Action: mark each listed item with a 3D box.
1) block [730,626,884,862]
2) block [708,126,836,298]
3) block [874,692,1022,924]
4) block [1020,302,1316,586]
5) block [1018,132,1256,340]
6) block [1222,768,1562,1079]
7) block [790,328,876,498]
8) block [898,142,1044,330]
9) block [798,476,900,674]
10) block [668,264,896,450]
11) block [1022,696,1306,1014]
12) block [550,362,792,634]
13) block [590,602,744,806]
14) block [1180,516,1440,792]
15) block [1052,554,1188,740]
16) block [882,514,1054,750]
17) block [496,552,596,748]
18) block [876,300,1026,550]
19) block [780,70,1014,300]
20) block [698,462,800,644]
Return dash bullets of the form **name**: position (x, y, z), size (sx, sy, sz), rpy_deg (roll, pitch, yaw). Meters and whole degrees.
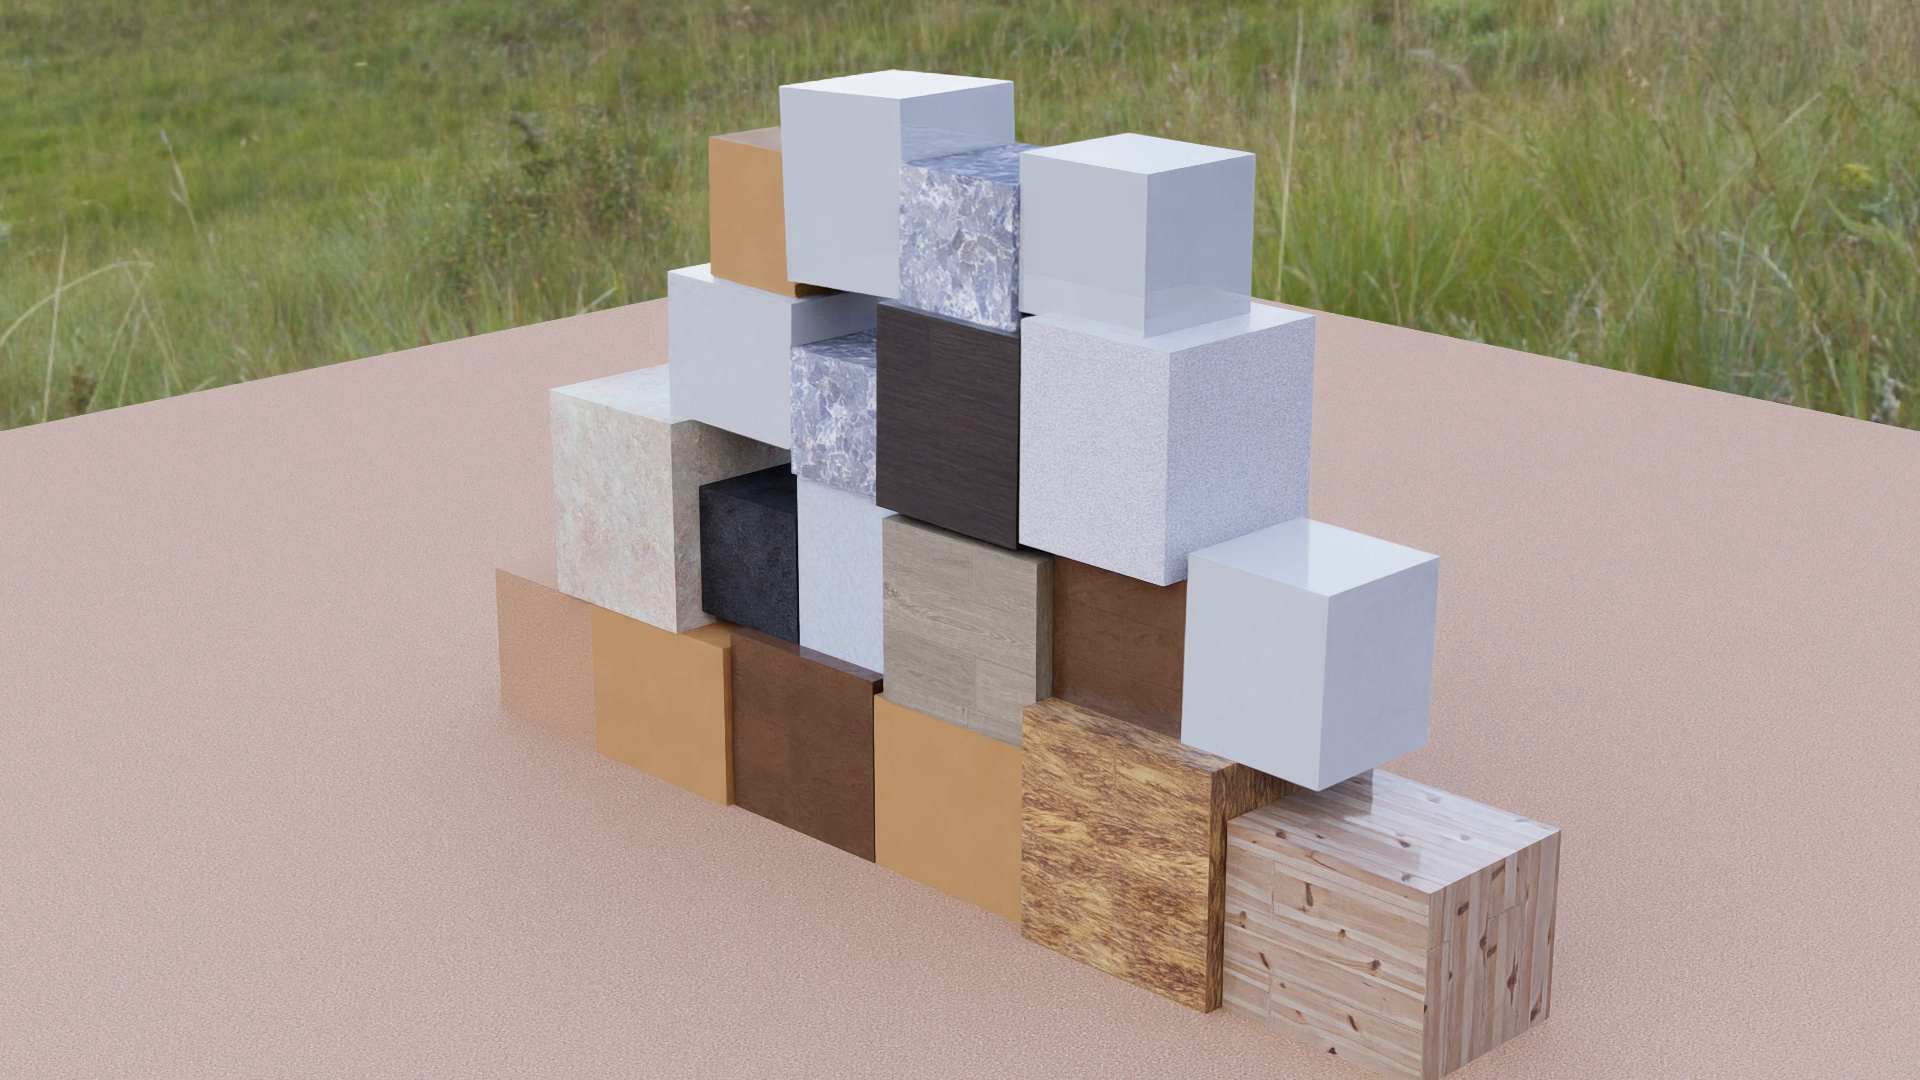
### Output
- **block**: position (-0.446, 0.876, 14.066), size (0.851, 0.894, 0.987), rpy_deg (-17, 24, -42)
- **block**: position (-0.755, -1.547, 13.674), size (0.592, 0.658, 0.576), rpy_deg (18, 25, 42)
- **block**: position (0.267, 1.120, 13.390), size (0.846, 0.834, 1.017), rpy_deg (-17, 24, -42)
- **block**: position (0.867, -0.461, 12.315), size (0.924, 0.972, 0.815), rpy_deg (-17, 24, -42)
- **block**: position (0.730, -1.274, 12.162), size (0.670, 0.669, 0.700), rpy_deg (-17, 24, -42)
- **block**: position (1.757, 1.555, 11.997), size (0.888, 0.839, 1.009), rpy_deg (-17, 24, -42)
- **block**: position (-0.297, -0.599, 13.442), size (0.644, 0.595, 0.710), rpy_deg (17, 24, 42)
- **block**: position (0.238, -1.321, 12.654), size (0.741, 0.613, 0.673), rpy_deg (-17, 25, -42)
- **block**: position (-0.266, 0.086, 13.671), size (0.694, 0.850, 0.683), rpy_deg (-17, 24, -42)
- **block**: position (-0.817, -0.919, 13.925), size (0.741, 0.692, 0.872), rpy_deg (-17, 25, -42)
- **block**: position (1.022, 1.222, 12.665), size (1.084, 1.074, 1.053), rpy_deg (-17, 24, -42)
- **block**: position (-1.361, -0.247, 14.669), size (0.962, 1.050, 0.934), rpy_deg (-17, 24, -42)
- **block**: position (-1.160, 0.701, 14.757), size (0.929, 0.813, 1.010), rpy_deg (-17, 24, -42)
- **block**: position (1.426, 0.449, 11.973), size (0.723, 0.819, 0.716), rpy_deg (-17, 25, -42)
- **block**: position (0.911, 0.350, 12.502), size (0.709, 0.686, 0.735), rpy_deg (-17, 24, -42)
- **block**: position (0.314, 0.315, 13.127), size (0.917, 0.860, 0.947), rpy_deg (-17, 24, -42)
- **block**: position (-1.813, 0.514, 15.401), size (0.877, 0.784, 0.842), rpy_deg (-17, 24, -42)
- **block**: position (0.265, -0.591, 12.895), size (0.929, 0.922, 0.860), rpy_deg (-17, 25, -42)
- **block**: position (-0.272, -1.603, 13.135), size (0.700, 0.876, 0.774), rpy_deg (-17, 22, -42)
- **block**: position (-0.775, 0.047, 14.157), size (0.661, 0.634, 0.690), rpy_deg (-17, 24, -42)
